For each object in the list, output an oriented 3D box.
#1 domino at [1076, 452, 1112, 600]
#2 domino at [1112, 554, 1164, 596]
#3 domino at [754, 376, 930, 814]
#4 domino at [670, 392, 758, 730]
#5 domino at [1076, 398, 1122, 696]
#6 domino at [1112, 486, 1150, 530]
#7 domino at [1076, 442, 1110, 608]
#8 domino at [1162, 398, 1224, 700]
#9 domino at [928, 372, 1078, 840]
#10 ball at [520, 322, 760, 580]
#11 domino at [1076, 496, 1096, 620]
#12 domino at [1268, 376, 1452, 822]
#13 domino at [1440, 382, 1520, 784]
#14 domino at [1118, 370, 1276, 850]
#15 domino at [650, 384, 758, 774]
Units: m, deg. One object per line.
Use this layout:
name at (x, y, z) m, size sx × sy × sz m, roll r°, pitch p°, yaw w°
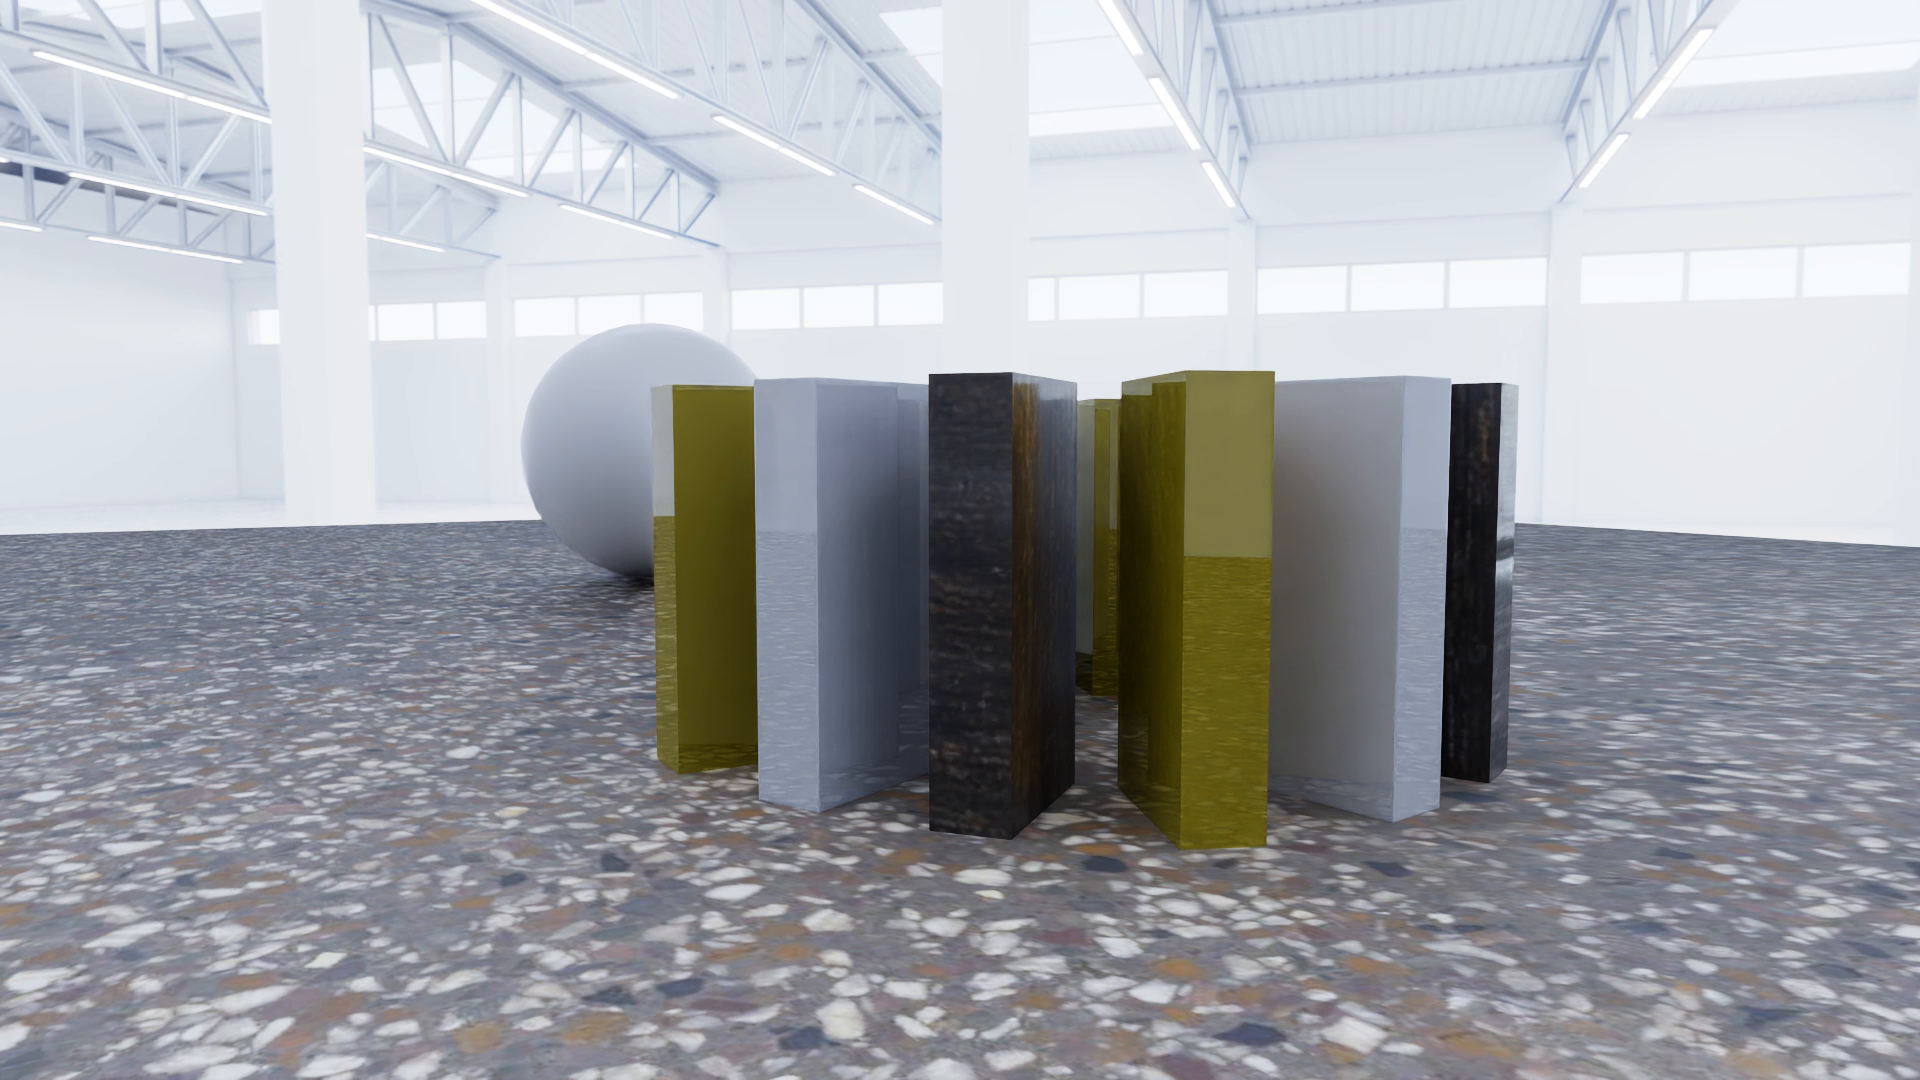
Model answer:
domino at (0.027, -0.003, 0.337) m, size 0.025 × 0.010 × 0.050 m, roll 1°, pitch -38°, yaw 8°
domino at (0.050, 0.010, 0.373) m, size 0.050 × 0.009 × 0.025 m, roll 1°, pitch 4°, yaw 11°
domino at (-0.013, 0.006, 0.159) m, size 0.010 × 0.050 × 0.025 m, roll 3°, pitch 5°, yaw 35°
domino at (-0.030, 0.003, 0.194) m, size 0.025 × 0.050 × 0.009 m, roll 1°, pitch 4°, yaw 10°
domino at (0.025, 0.000, 0.228) m, size 0.009 × 0.050 × 0.025 m, roll -1°, pitch 4°, yaw -9°
domino at (0.030, -0.002, 0.390) m, size 0.050 × 0.010 × 0.025 m, roll -21°, pitch 0°, yaw -12°
domino at (0.023, -0.003, 0.320) m, size 0.025 × 0.050 × 0.010 m, roll 1°, pitch 48°, yaw 12°
domino at (0.045, 0.001, 0.225) m, size 0.010 × 0.050 × 0.025 m, roll 3°, pitch 5°, yaw 33°
domino at (0.006, 0.006, 0.149) m, size 0.010 × 0.050 × 0.025 m, roll 2°, pitch 5°, yaw 21°
ball at (-0.096, -0.028, 0.403) m, size 0.080 × 0.080 × 0.080 m, roll 0°, pitch 4°, yaw 0°
domino at (0.015, -0.003, 0.303) m, size 0.025 × 0.050 × 0.010 m, roll 2°, pitch 41°, yaw 21°
domino at (0.045, 0.006, 0.155) m, size 0.010 × 0.050 × 0.025 m, roll -3°, pitch 5°, yaw -39°
domino at (0.059, 0.005, 0.170) m, size 0.025 × 0.050 × 0.010 m, roll 3°, pitch 5°, yaw 35°
domino at (0.026, 0.007, 0.146) m, size 0.009 × 0.050 × 0.025 m, roll -1°, pitch 4°, yaw -8°
domino at (-0.028, 0.005, 0.174) m, size 0.025 × 0.050 × 0.009 m, roll -2°, pitch 5°, yaw -30°
